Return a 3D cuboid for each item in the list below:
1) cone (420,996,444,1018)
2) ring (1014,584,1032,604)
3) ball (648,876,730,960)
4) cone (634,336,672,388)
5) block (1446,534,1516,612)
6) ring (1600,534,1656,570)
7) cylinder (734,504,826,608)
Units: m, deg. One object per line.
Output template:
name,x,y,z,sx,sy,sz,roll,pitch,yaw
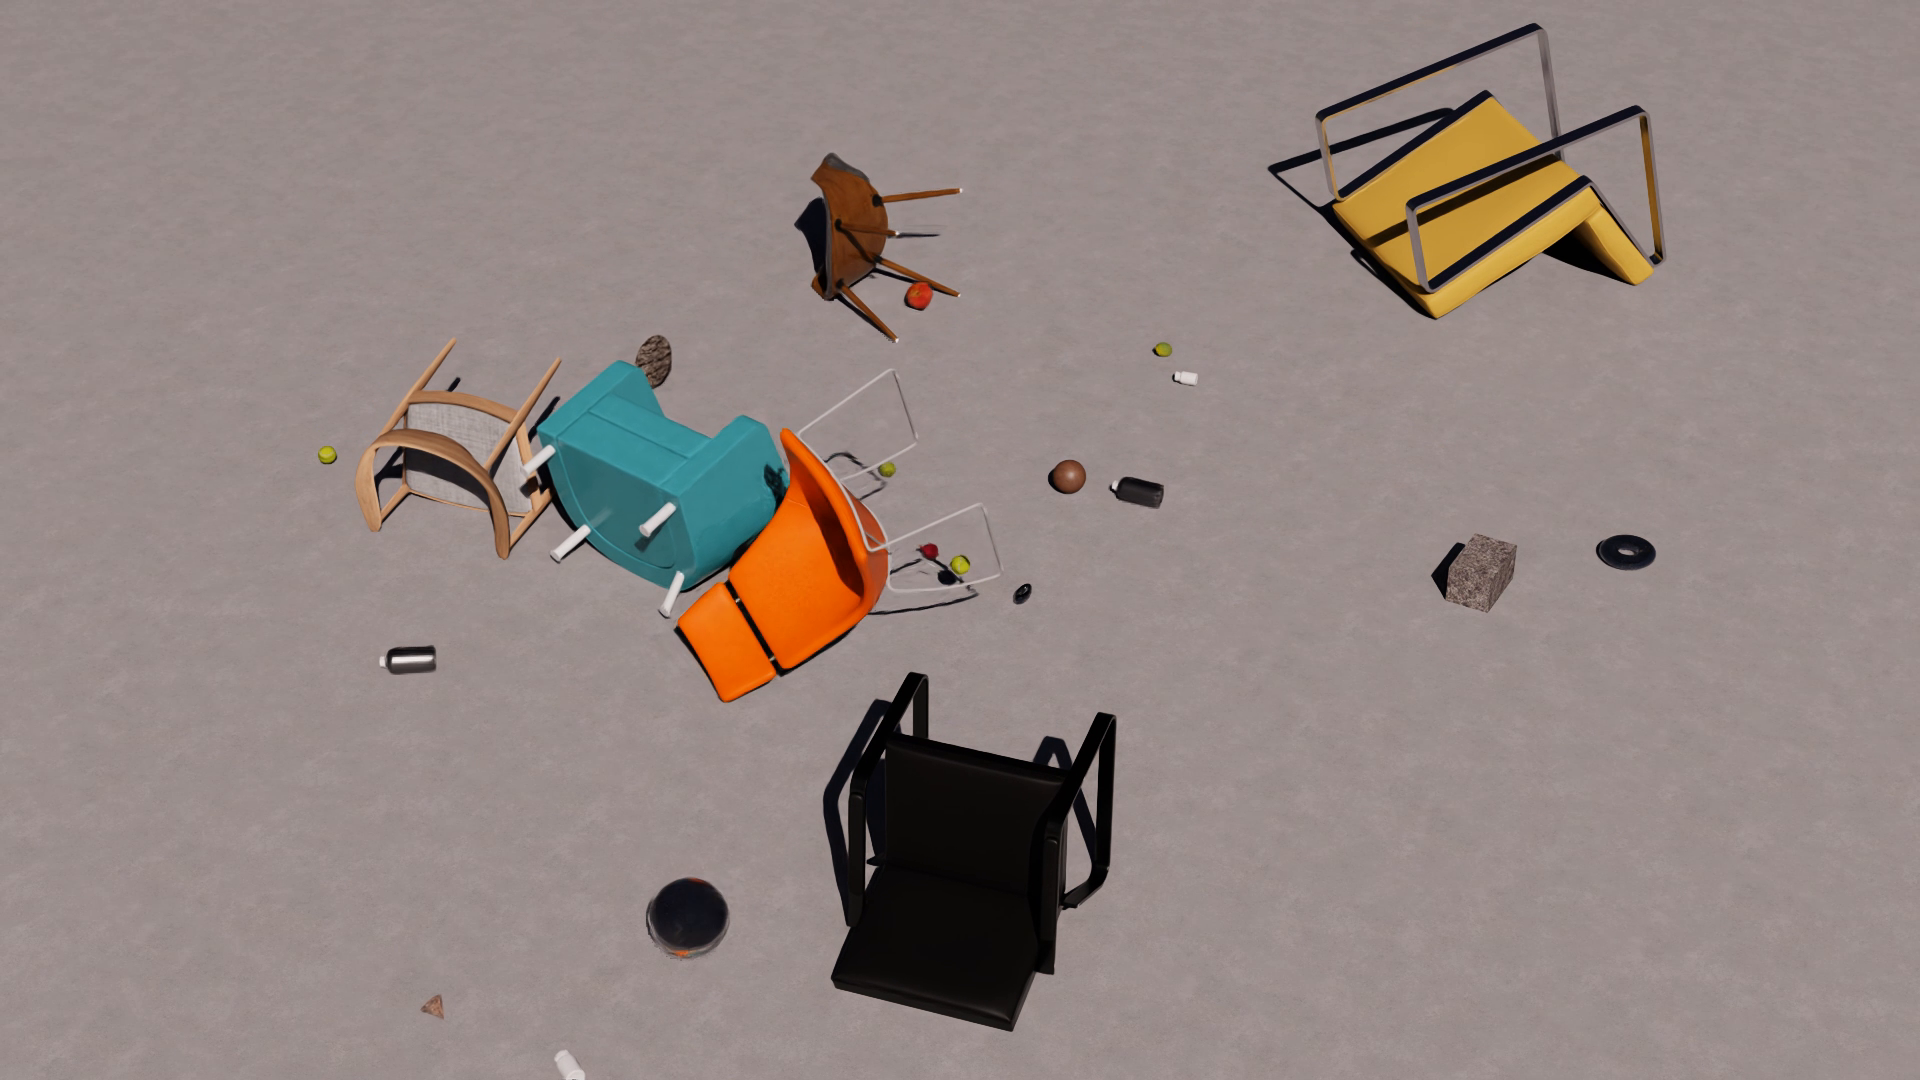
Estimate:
cone,-1.565,1.411,8.777,0.065,0.066,0.076,46,37,13
ring,0.229,0.195,10.614,0.049,0.039,0.113,14,37,23
ball,-0.828,1.156,8.963,0.250,0.250,0.250,0,33,0
cone,-1.212,-0.705,11.940,0.194,0.121,0.232,-12,66,32
block,1.890,0.119,10.631,0.162,0.146,0.255,17,37,24
ring,2.468,0.045,10.833,0.207,0.049,0.213,19,37,27
cylinder,-0.652,0.057,10.622,0.171,0.263,0.316,9,32,35
